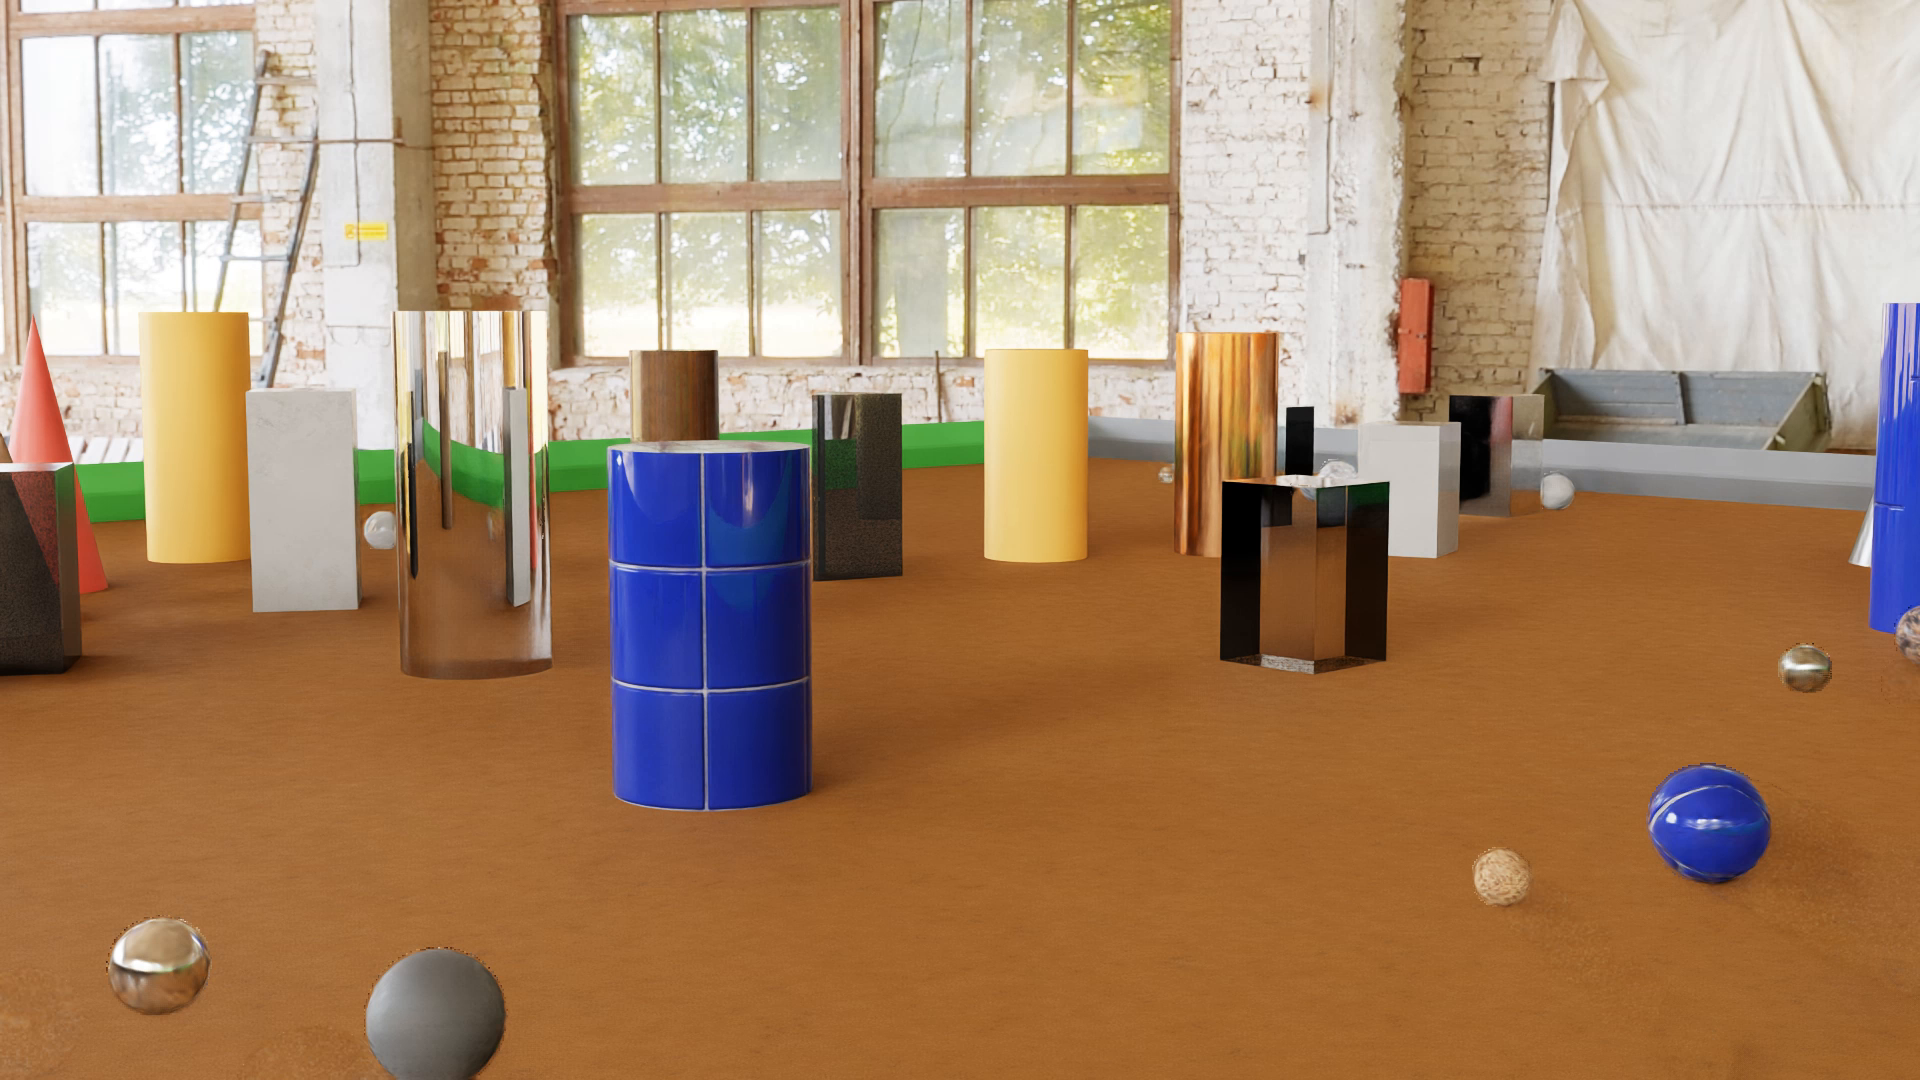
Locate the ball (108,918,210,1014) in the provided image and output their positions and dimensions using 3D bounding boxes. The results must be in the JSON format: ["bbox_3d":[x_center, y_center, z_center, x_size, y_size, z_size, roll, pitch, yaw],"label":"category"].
[{"bbox_3d":[-0.505,0.269,1.388,0.060,0.060,0.060,0,6,0],"label":"ball"}]

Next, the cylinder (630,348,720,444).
[{"bbox_3d":[-0.592,-0.218,4.570,0.184,0.354,0.184,0,6,0],"label":"cylinder"}]

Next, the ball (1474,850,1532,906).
[{"bbox_3d":[0.404,0.252,1.636,0.042,0.042,0.042,0,6,0],"label":"ball"}]

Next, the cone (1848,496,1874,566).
[{"bbox_3d":[1.639,-0.109,3.797,0.184,0.302,0.184,0,6,0],"label":"cone"}]

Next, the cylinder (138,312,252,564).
[{"bbox_3d":[-1.347,-0.185,3.888,0.184,0.434,0.184,0,6,0],"label":"cylinder"}]

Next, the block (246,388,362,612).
[{"bbox_3d":[-0.976,-0.064,3.279,0.147,0.321,0.147,-1,6,-12],"label":"block"}]

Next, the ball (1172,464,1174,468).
[{"bbox_3d":[0.571,-0.182,5.643,0.057,0.057,0.057,0,6,0],"label":"ball"}]

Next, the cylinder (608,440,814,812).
[{"bbox_3d":[-0.228,0.073,2.019,0.184,0.317,0.184,0,6,0],"label":"cylinder"}]

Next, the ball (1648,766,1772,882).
[{"bbox_3d":[0.581,0.220,1.704,0.090,0.090,0.090,0,6,0],"label":"ball"}]

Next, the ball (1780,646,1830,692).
[{"bbox_3d":[0.977,0.149,2.542,0.054,0.054,0.054,0,6,0],"label":"ball"}]

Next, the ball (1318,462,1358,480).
[{"bbox_3d":[0.864,-0.134,5.027,0.092,0.092,0.092,0,6,0],"label":"ball"}]

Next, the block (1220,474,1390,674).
[{"bbox_3d":[0.432,0.039,2.757,0.147,0.227,0.147,-6,8,-43],"label":"block"}]

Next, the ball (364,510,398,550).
[{"bbox_3d":[-1.056,-0.018,4.030,0.071,0.071,0.071,0,6,0],"label":"ball"}]

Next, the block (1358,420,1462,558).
[{"bbox_3d":[0.813,-0.095,3.985,0.147,0.234,0.147,3,7,27],"label":"block"}]

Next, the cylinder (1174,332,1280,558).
[{"bbox_3d":[0.481,-0.176,3.977,0.184,0.397,0.184,0,6,0],"label":"cylinder"}]

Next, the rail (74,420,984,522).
[{"bbox_3d":[-1.412,-0.131,4.854,4.886,0.120,0.045,-6,8,-42],"label":"rail"}]

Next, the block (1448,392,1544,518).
[{"bbox_3d":[1.151,-0.185,4.728,0.147,0.255,0.147,5,8,40],"label":"block"}]

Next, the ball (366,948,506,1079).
[{"bbox_3d":[-0.300,0.274,1.258,0.078,0.078,0.078,0,6,0],"label":"ball"}]

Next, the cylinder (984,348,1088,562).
[{"bbox_3d":[0.135,-0.154,3.906,0.184,0.368,0.184,0,6,0],"label":"cylinder"}]

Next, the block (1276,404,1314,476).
[{"bbox_3d":[0.623,-0.157,4.536,0.147,0.240,0.147,-5,8,-37],"label":"block"}]

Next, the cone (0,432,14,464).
[{"bbox_3d":[-1.340,-0.022,3.078,0.184,0.281,0.184,0,6,0],"label":"cone"}]

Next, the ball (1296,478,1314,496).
[{"bbox_3d":[0.808,-0.124,5.158,0.043,0.043,0.043,0,6,0],"label":"ball"}]

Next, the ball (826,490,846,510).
[{"bbox_3d":[-0.272,-0.088,4.825,0.043,0.043,0.043,0,6,0],"label":"ball"}]

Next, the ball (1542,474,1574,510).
[{"bbox_3d":[1.301,-0.105,4.804,0.080,0.080,0.080,0,6,0],"label":"ball"}]

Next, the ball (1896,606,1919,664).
[{"bbox_3d":[1.201,0.118,2.724,0.077,0.077,0.077,0,6,0],"label":"ball"}]

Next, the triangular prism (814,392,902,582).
[{"bbox_3d":[-0.198,-0.093,3.651,0.160,0.302,0.138,-3,7,-29],"label":"triangular prism"}]

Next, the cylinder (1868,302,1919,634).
[{"bbox_3d":[1.355,-0.100,3.015,0.184,0.449,0.184,0,6,0],"label":"cylinder"}]

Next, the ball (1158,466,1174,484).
[{"bbox_3d":[0.520,-0.161,5.500,0.044,0.044,0.044,0,6,0],"label":"ball"}]

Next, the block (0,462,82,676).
[{"bbox_3d":[-1.178,0.034,2.713,0.147,0.247,0.147,-1,6,-13],"label":"block"}]

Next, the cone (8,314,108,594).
[{"bbox_3d":[-1.442,-0.138,3.445,0.184,0.434,0.184,0,6,0],"label":"cone"}]

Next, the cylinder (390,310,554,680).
[{"bbox_3d":[-0.597,-0.060,2.695,0.184,0.438,0.184,0,6,0],"label":"cylinder"}]

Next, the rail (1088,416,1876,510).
[{"bbox_3d":[1.778,-0.142,4.964,0.045,0.120,4.212,-6,8,-42],"label":"rail"}]
